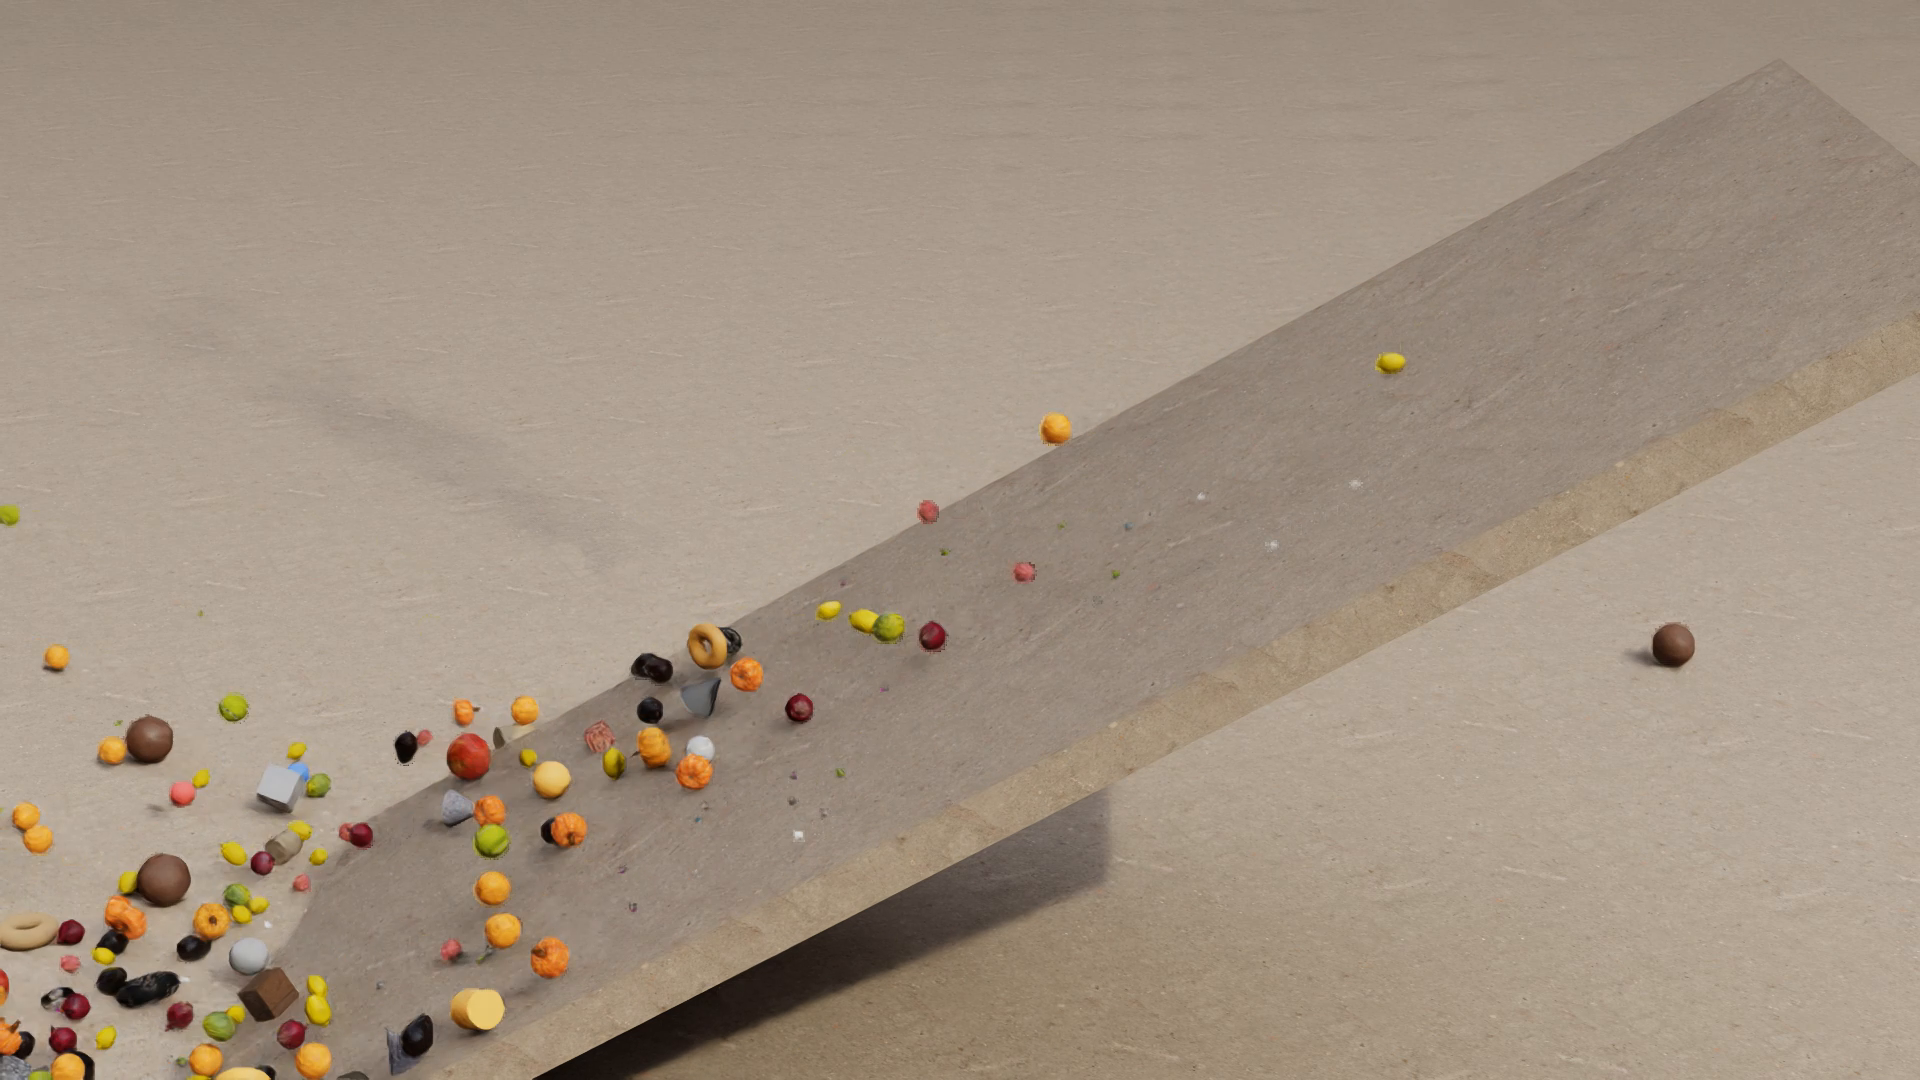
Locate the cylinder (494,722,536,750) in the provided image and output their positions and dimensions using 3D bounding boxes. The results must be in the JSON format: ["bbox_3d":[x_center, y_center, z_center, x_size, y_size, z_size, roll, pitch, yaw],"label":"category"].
[{"bbox_3d":[-1.156,0.527,7.667,0.093,0.093,0.093,-9,21,-27],"label":"cylinder"}]

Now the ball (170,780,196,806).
[{"bbox_3d":[-2.099,0.684,7.944,0.067,0.067,0.067,0,19,0],"label":"ball"}]

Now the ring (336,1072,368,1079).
[{"bbox_3d":[-1.199,1.078,5.678,0.135,0.045,0.135,-28,15,8],"label":"ring"}]

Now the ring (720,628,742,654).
[{"bbox_3d":[-0.563,0.242,7.084,0.079,0.079,0.026,5,41,15],"label":"ring"}]

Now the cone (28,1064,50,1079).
[{"bbox_3d":[-2.024,1.175,6.497,0.051,0.051,0.051,3,35,8],"label":"cone"}]

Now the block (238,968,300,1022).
[{"bbox_3d":[-1.531,1.007,6.513,0.080,0.080,0.080,-18,20,42],"label":"block"}]

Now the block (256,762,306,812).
[{"bbox_3d":[-1.818,0.663,7.869,0.090,0.090,0.090,20,-21,3],"label":"block"}]

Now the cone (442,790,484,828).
[{"bbox_3d":[-1.185,0.649,7.085,0.092,0.092,0.092,1,18,14],"label":"cone"}]

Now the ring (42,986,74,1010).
[{"bbox_3d":[-2.093,1.063,6.822,0.078,0.078,0.026,-14,65,-35],"label":"ring"}]

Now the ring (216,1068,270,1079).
[{"bbox_3d":[-1.449,1.109,5.945,0.124,0.124,0.041,-2,48,-6],"label":"ring"}]

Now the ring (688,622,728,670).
[{"bbox_3d":[-0.604,0.254,7.032,0.117,0.117,0.039,14,20,36],"label":"ring"}]

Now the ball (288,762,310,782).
[{"bbox_3d":[-1.818,0.641,8.078,0.062,0.062,0.062,0,19,0],"label":"ball"}]

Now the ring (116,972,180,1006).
[{"bbox_3d":[-1.894,1.047,6.860,0.147,0.049,0.147,-13,6,1],"label":"ring"}]

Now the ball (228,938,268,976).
[{"bbox_3d":[-1.662,0.974,6.874,0.090,0.090,0.090,0,19,0],"label":"ball"}]

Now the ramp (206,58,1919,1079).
[{"bbox_3d":[0.142,0.168,6.285,4.000,0.100,2.000,-28,15,12],"label":"ramp"}]

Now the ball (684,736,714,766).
[{"bbox_3d":[-0.568,0.460,6.411,0.067,0.067,0.067,0,19,0],"label":"ball"}]

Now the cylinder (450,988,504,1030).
[{"bbox_3d":[-0.926,0.900,5.641,0.076,0.076,0.076,-14,0,-36],"label":"cylinder"}]

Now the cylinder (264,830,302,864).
[{"bbox_3d":[-1.748,0.793,7.599,0.069,0.069,0.069,8,21,23],"label":"cylinder"}]

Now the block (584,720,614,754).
[{"bbox_3d":[-0.859,0.468,7.003,0.052,0.052,0.052,-30,14,4],"label":"block"}]

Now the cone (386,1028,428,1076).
[{"bbox_3d":[-1.091,0.980,5.707,0.083,0.083,0.083,-29,15,8],"label":"cone"}]

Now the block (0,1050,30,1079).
[{"bbox_3d":[-2.069,1.165,6.394,0.067,0.067,0.067,33,0,-21],"label":"block"}]

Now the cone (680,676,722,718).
[{"bbox_3d":[-0.573,0.341,6.715,0.093,0.093,0.093,37,25,-20],"label":"cone"}]

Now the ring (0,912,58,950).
[{"bbox_3d":[-2.274,0.953,7.172,0.149,0.050,0.149,0,20,0],"label":"ring"}]

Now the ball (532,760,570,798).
[{"bbox_3d":[-0.948,0.555,6.826,0.087,0.087,0.087,0,19,0],"label":"ball"}]

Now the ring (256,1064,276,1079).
[{"bbox_3d":[-1.459,1.122,6.080,0.098,0.033,0.098,-28,16,9],"label":"ring"}]
